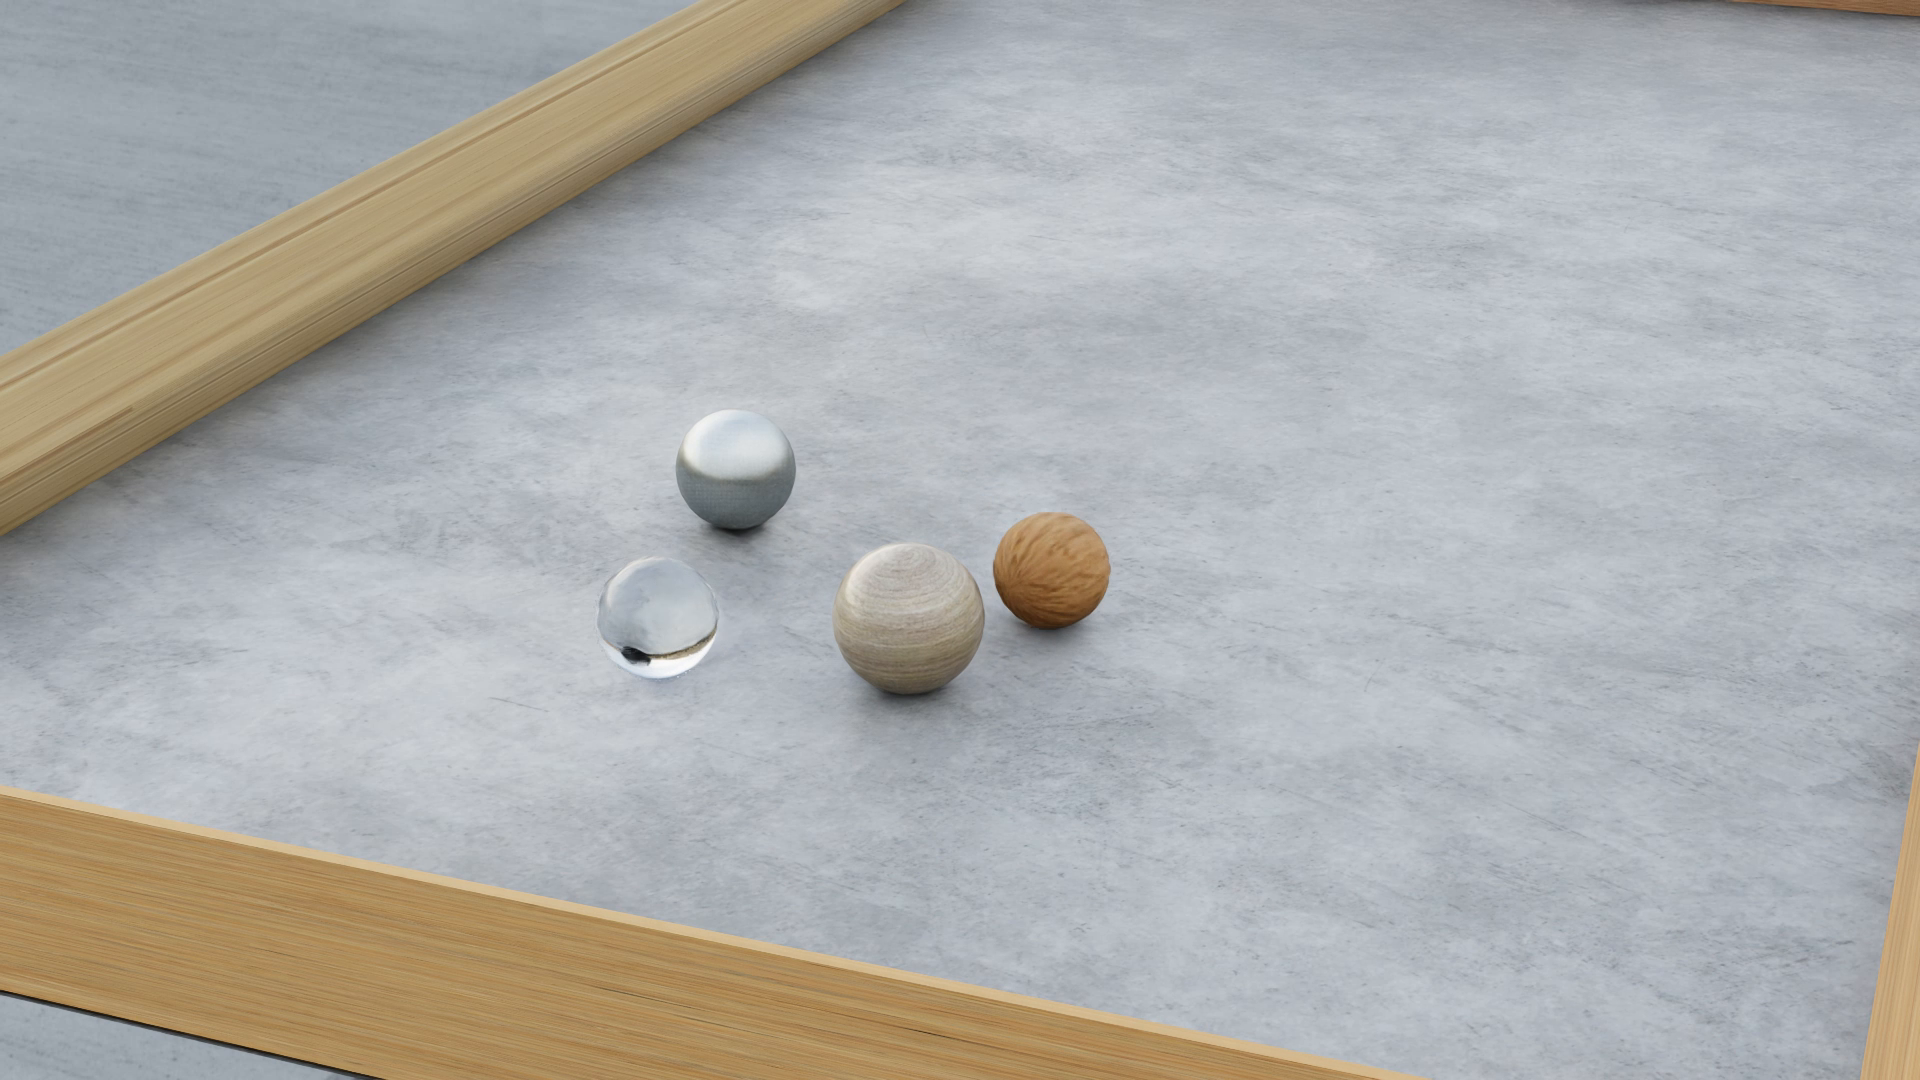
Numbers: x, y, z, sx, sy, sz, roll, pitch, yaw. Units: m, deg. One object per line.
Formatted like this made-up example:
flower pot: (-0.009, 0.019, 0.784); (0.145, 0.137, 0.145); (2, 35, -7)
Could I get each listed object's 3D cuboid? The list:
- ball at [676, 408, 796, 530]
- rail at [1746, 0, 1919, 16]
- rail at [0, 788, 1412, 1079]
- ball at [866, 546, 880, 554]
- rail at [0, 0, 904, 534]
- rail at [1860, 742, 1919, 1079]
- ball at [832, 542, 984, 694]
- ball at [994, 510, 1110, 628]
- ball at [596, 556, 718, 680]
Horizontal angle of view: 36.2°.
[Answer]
ball: (-0.157, -0.050, 2.063); (0.085, 0.085, 0.085); (0, 24, 0)
rail: (0.672, -0.733, 3.565); (1.330, 0.123, 0.045); (9, 25, 19)
rail: (-0.218, 0.210, 1.422); (1.330, 0.123, 0.045); (9, 25, 19)
ball: (-0.043, 0.033, 1.905); (0.061, 0.061, 0.061); (0, 24, 0)
rail: (-0.373, -0.353, 2.702); (0.045, 0.123, 2.552); (9, 25, 19)
rail: (0.826, -0.169, 2.285); (0.045, 0.123, 2.552); (9, 25, 19)
ball: (-0.032, 0.048, 1.828); (0.095, 0.095, 0.095); (0, 24, 0)
ball: (0.060, 0.019, 1.917); (0.076, 0.076, 0.076); (0, 24, 0)
ball: (-0.190, 0.049, 1.848); (0.077, 0.077, 0.077); (0, 24, 0)
